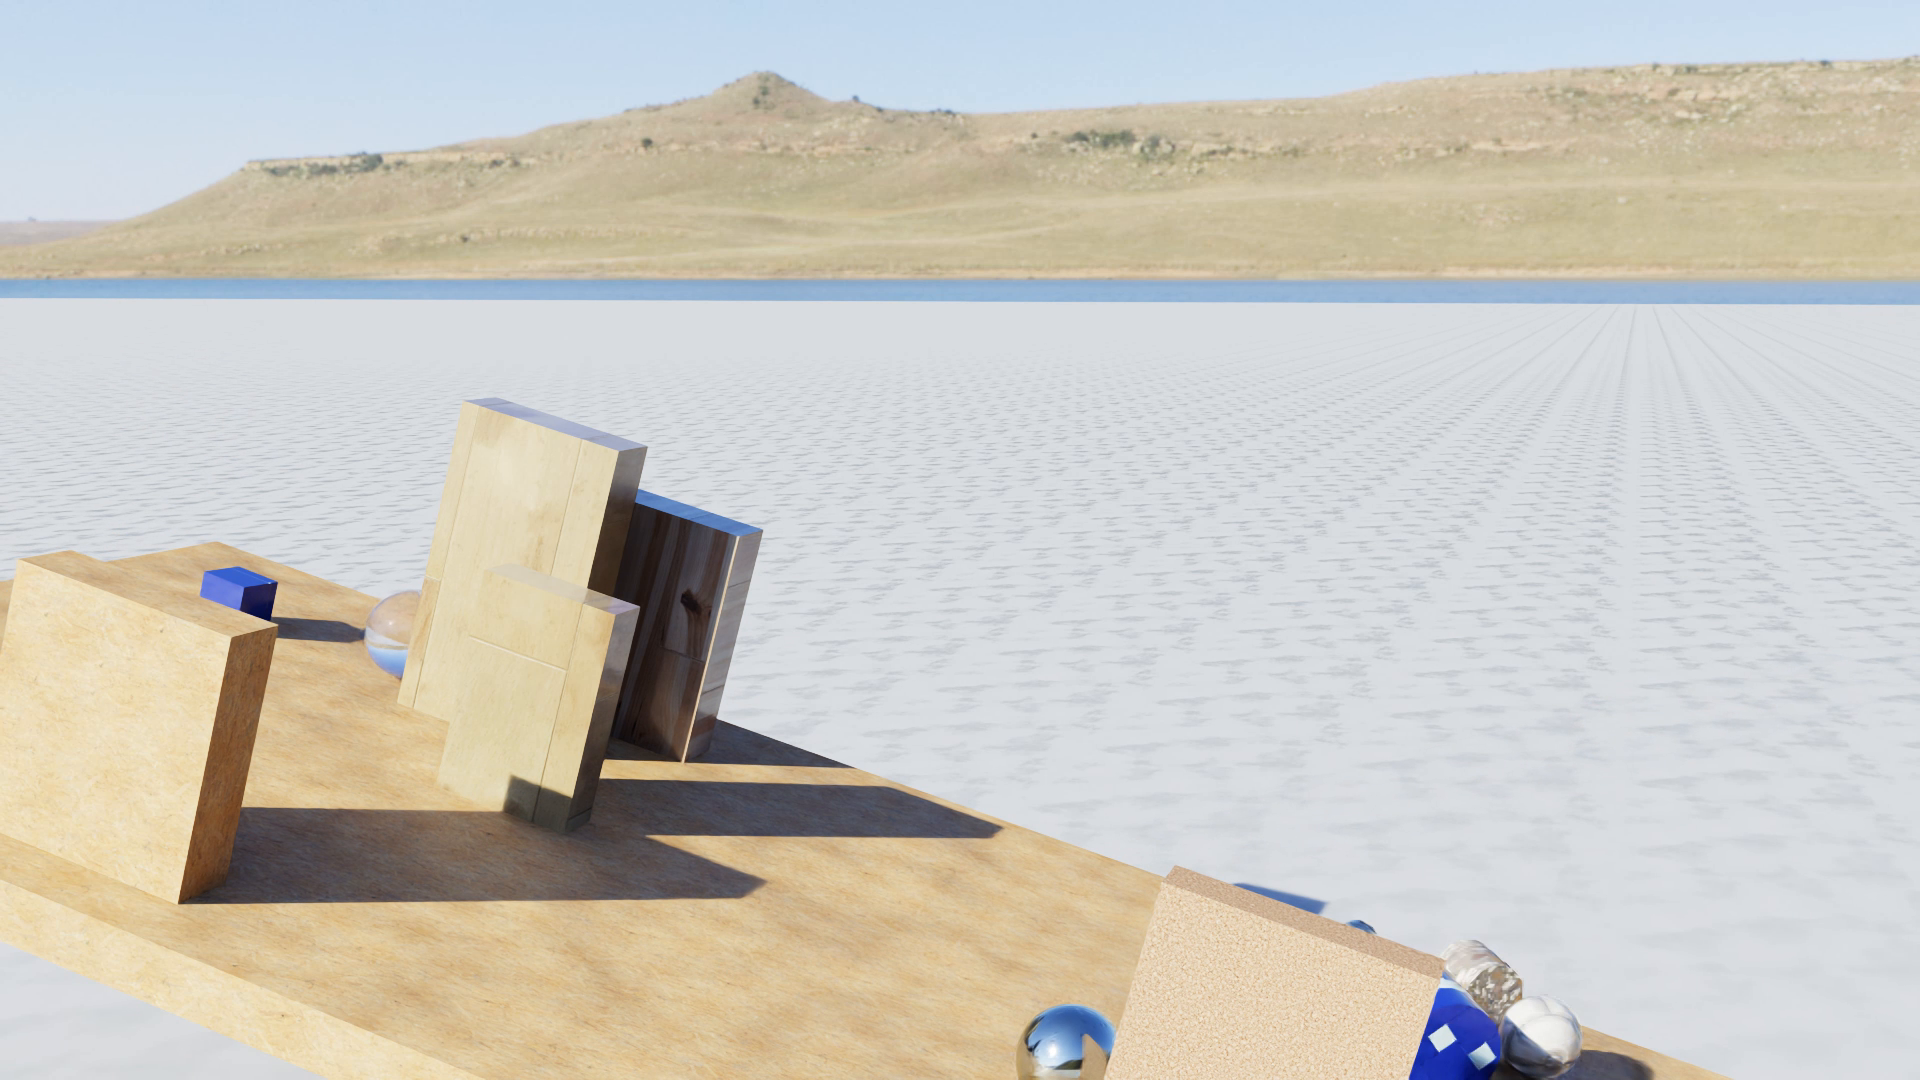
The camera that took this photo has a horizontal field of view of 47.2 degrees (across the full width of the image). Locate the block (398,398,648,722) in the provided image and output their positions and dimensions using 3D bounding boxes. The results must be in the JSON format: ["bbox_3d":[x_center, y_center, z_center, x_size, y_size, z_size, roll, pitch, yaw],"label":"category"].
[{"bbox_3d":[-0.955,0.077,4.789,0.377,0.691,0.144,18,11,14],"label":"block"}]

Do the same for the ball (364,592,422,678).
[{"bbox_3d":[-1.251,0.216,5.000,0.198,0.198,0.198,0,7,0],"label":"ball"}]

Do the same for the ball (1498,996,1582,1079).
[{"bbox_3d":[1.164,0.998,4.412,0.164,0.164,0.164,0,7,0],"label":"ball"}]

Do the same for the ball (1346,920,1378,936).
[{"bbox_3d":[1.069,1.081,5.924,0.114,0.114,0.114,0,7,0],"label":"ball"}]

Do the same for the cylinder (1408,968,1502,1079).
[{"bbox_3d":[0.908,0.944,4.241,0.201,0.201,0.201,-1,14,-10],"label":"cylinder"}]

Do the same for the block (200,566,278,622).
[{"bbox_3d":[-1.661,0.139,5.051,0.116,0.116,0.116,19,12,20],"label":"block"}]

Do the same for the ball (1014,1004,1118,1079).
[{"bbox_3d":[0.186,0.872,3.685,0.187,0.187,0.187,0,7,0],"label":"ball"}]

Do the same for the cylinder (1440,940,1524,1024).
[{"bbox_3d":[1.103,0.940,4.678,0.137,0.137,0.137,-2,15,-15],"label":"cylinder"}]

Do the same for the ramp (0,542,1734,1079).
[{"bbox_3d":[-0.383,0.758,4.244,4.000,0.100,2.000,18,11,14],"label":"ramp"}]

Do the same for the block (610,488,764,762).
[{"bbox_3d":[-0.701,0.184,5.002,0.366,0.536,0.141,18,11,14],"label":"block"}]

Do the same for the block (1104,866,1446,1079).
[{"bbox_3d":[0.475,0.829,3.481,0.446,0.494,0.105,18,11,14],"label":"block"}]

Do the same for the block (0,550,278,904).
[{"bbox_3d":[-1.395,0.307,3.667,0.418,0.465,0.129,18,11,14],"label":"block"}]

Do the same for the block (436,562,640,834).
[{"bbox_3d":[-0.842,0.313,4.380,0.293,0.460,0.111,18,11,14],"label":"block"}]
